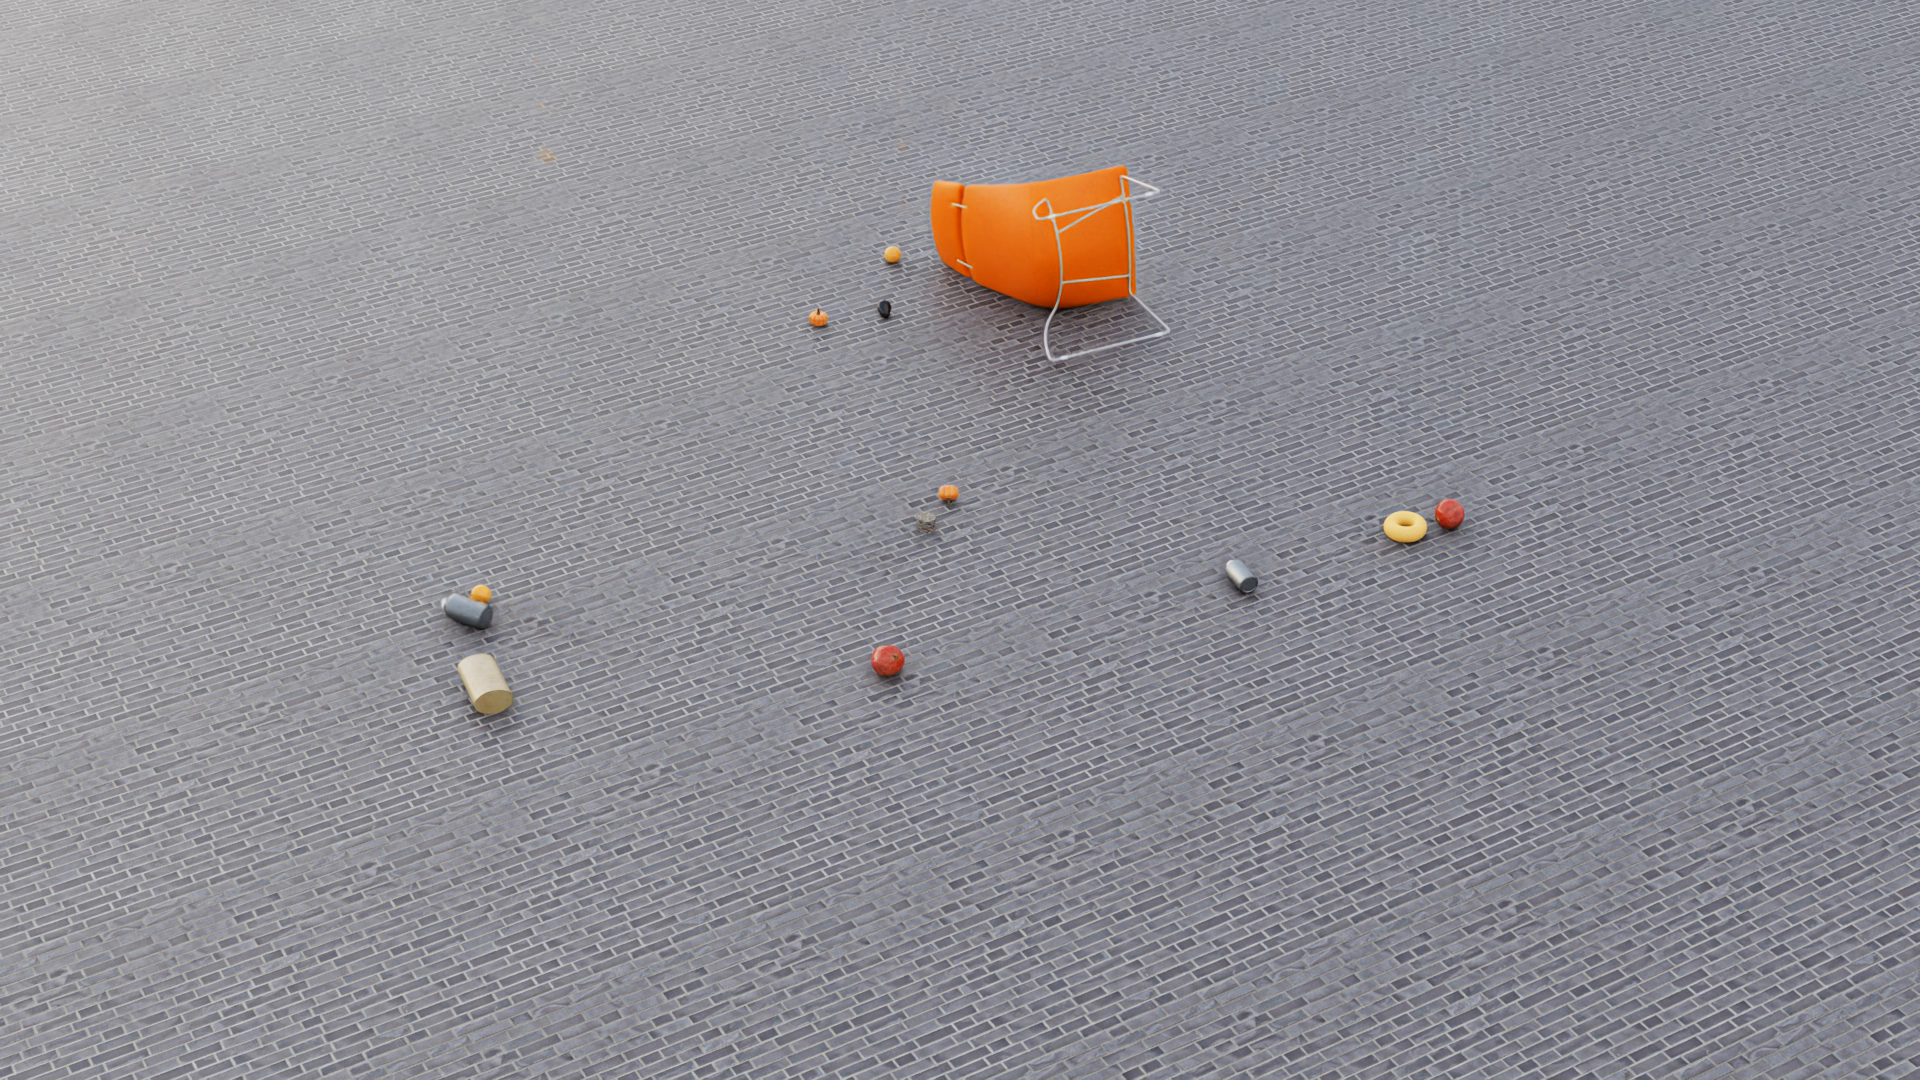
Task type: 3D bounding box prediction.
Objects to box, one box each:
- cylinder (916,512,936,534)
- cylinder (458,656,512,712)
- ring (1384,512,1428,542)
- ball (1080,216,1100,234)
[{"bbox_3d":[-0.127,-0.064,10.994,0.075,0.052,0.064,19,38,26],"label":"cylinder"},{"bbox_3d":[-1.636,0.495,10.106,0.139,0.096,0.230,-2,24,-22],"label":"cylinder"},{"bbox_3d":[1.665,-0.049,10.963,0.162,0.063,0.160,-16,36,-21],"label":"ring"},{"bbox_3d":[0.577,-1.392,12.982,0.083,0.083,0.083,0,33,0],"label":"ball"}]
